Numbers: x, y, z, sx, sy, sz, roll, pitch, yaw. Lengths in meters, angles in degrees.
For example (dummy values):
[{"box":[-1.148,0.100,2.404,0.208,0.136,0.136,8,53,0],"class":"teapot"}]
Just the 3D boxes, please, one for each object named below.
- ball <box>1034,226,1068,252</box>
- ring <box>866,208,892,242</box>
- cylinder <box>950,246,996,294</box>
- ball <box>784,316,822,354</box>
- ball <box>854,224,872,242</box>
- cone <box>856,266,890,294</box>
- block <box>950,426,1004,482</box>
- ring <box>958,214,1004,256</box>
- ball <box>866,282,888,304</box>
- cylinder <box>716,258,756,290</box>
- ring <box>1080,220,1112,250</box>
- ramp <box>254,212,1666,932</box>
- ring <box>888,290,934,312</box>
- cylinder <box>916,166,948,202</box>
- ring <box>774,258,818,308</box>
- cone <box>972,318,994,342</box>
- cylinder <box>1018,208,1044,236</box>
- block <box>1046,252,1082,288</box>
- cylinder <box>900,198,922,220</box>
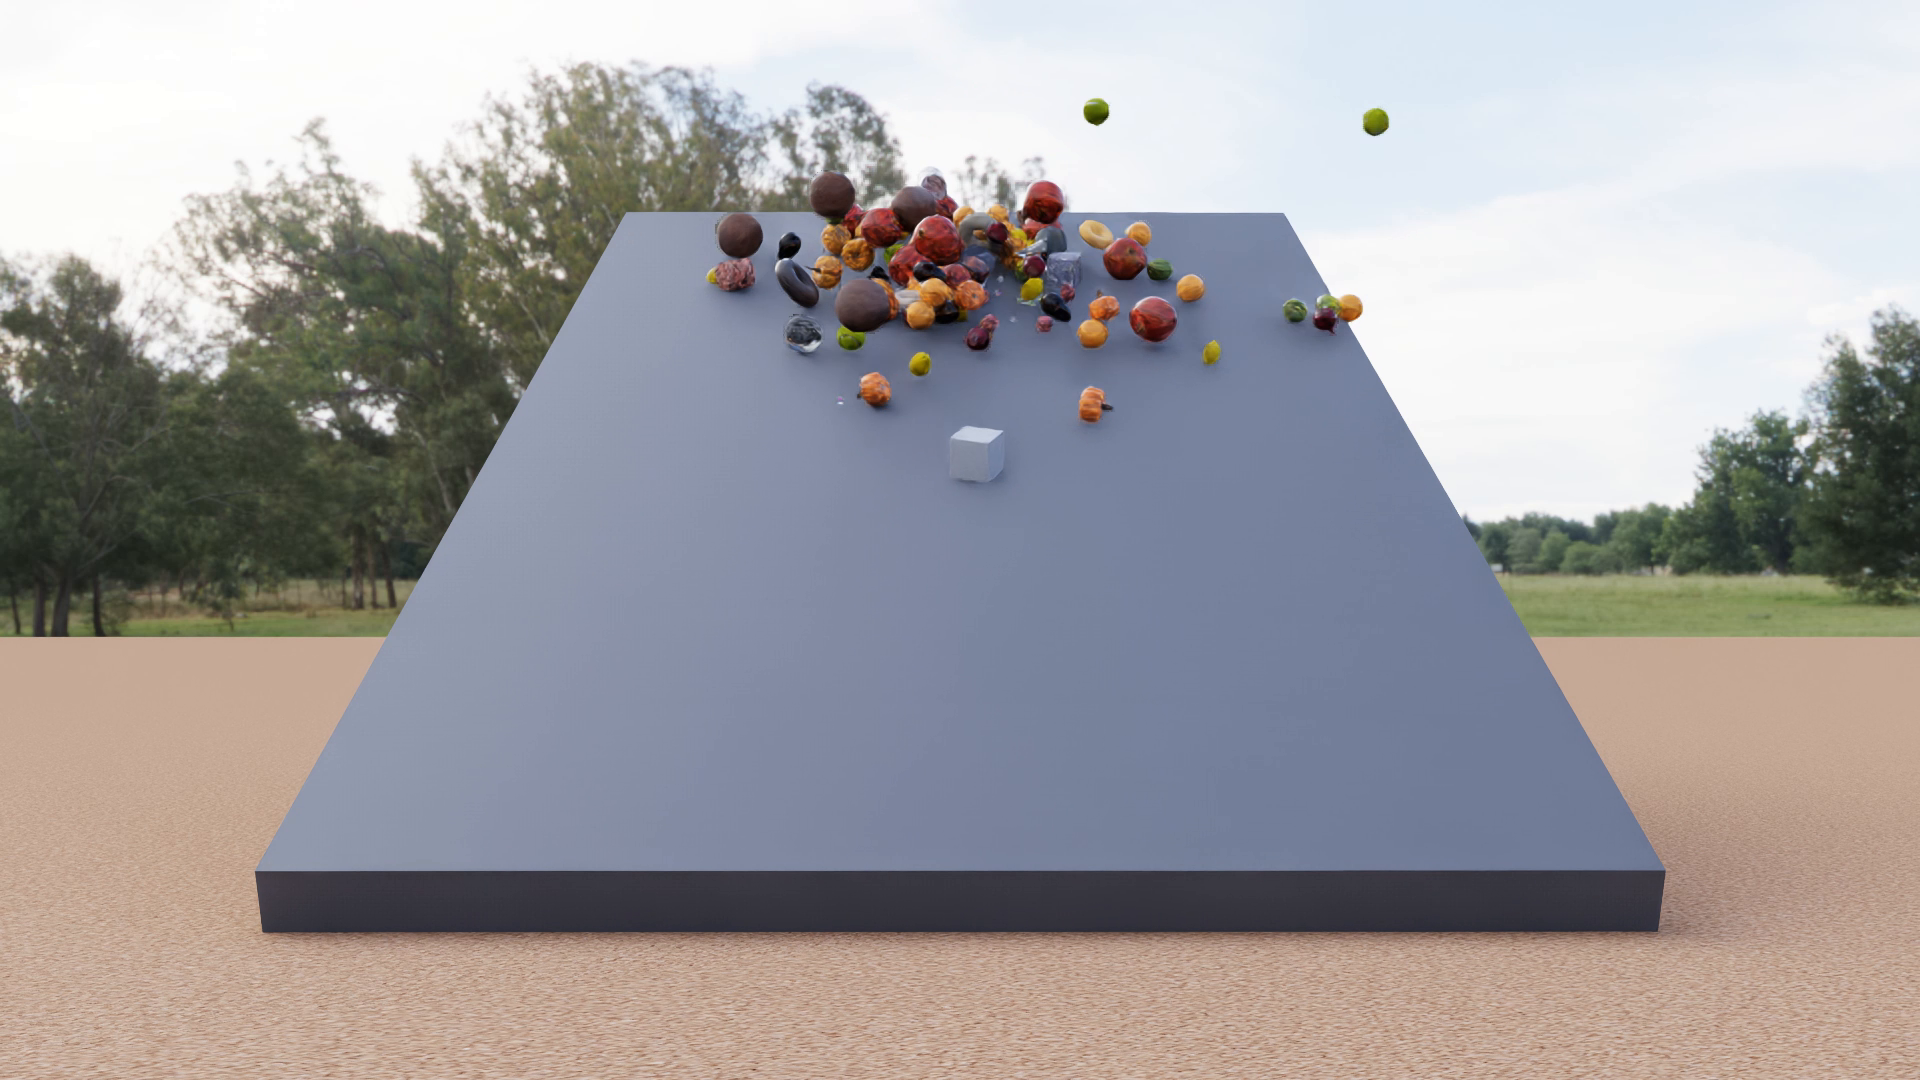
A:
[{"box":[0.251,-0.819,6.312,0.091,0.091,0.091,0,-2,0],"class":"ball"},{"box":[-0.233,-0.906,6.590,0.036,0.108,0.108,-32,-6,6],"class":"ring"},{"box":[0.035,-0.713,6.036,0.093,0.093,0.093,1,-31,-22],"class":"cylinder"},{"box":[-0.381,-0.501,5.576,0.093,0.093,0.093,0,-2,0],"class":"ball"},{"box":[-0.273,-0.872,6.501,0.051,0.051,0.051,0,-2,0],"class":"ball"},{"box":[-0.242,-0.676,6.098,0.083,0.083,0.083,-19,-12,29],"class":"cone"},{"box":[0.034,-0.179,4.770,0.086,0.086,0.086,9,23,21],"class":"block"},{"box":[0.056,-0.833,6.268,0.136,0.136,0.045,-1,33,31],"class":"ring"},{"box":[-0.216,-0.648,5.986,0.059,0.059,0.059,0,-2,0],"class":"ball"},{"box":[-0.602,-0.711,6.129,0.077,0.077,0.077,-15,6,-33],"class":"cylinder"},{"box":[0.377,-0.844,6.332,0.101,0.101,0.034,1,-41,-33],"class":"ring"},{"box":[-0.006,-0.218,5.123,2.000,0.100,4.000,0,22,0],"class":"ramp"},{"box":[-0.129,-0.620,5.954,0.118,0.039,0.118,-1,22,1],"class":"ring"},{"box":[-0.081,-1.029,6.620,0.082,0.082,0.082,0,26,-8],"class":"cylinder"},{"box":[-0.425,-0.669,5.964,0.049,0.148,0.148,-37,-15,17],"class":"ring"},{"box":[0.058,-0.530,5.703,0.056,0.056,0.056,0,22,0],"class":"cone"},{"box":[0.204,-0.918,6.596,0.073,0.073,0.073,-6,12,1],"class":"cylinder"},{"box":[0.282,-0.729,6.179,0.078,0.078,0.078,6,22,14],"class":"block"},{"box":[-0.147,-0.990,6.858,0.052,0.052,0.052,17,2,16],"class":"cylinder"}]
